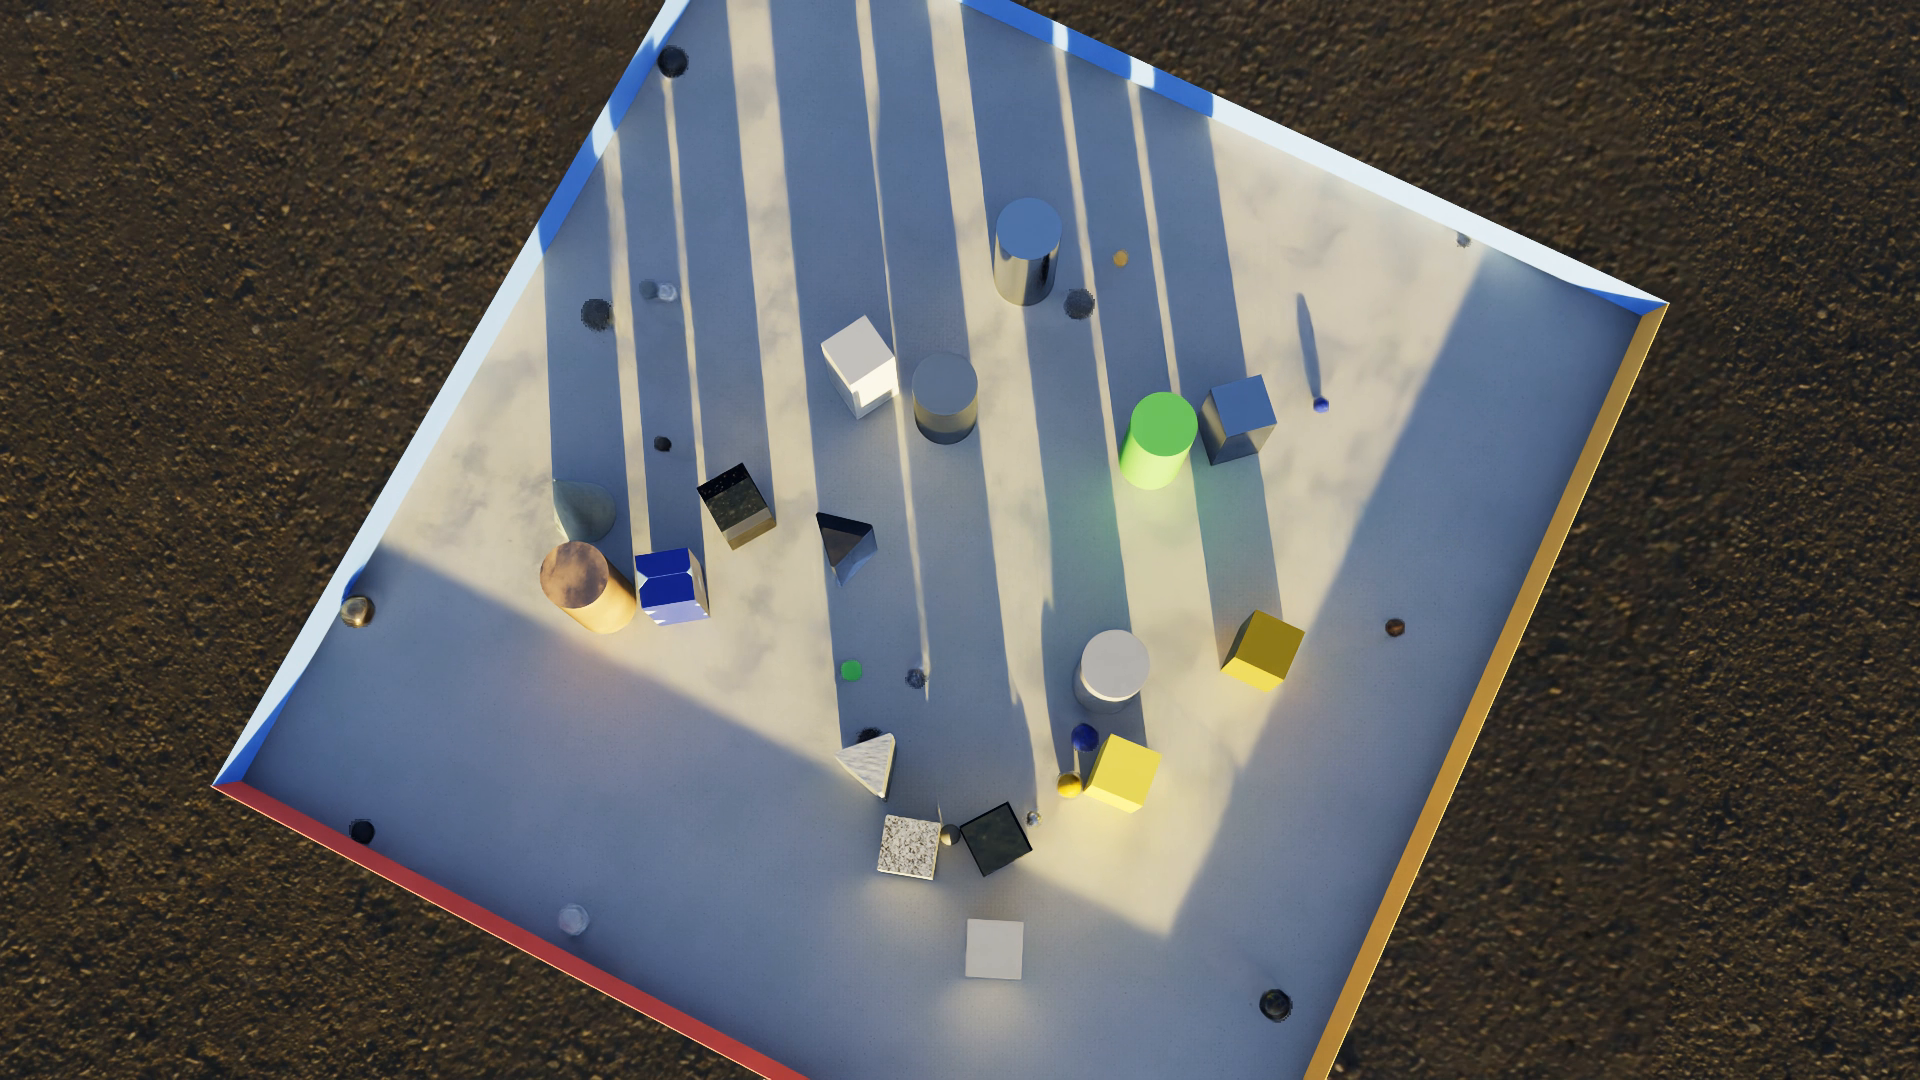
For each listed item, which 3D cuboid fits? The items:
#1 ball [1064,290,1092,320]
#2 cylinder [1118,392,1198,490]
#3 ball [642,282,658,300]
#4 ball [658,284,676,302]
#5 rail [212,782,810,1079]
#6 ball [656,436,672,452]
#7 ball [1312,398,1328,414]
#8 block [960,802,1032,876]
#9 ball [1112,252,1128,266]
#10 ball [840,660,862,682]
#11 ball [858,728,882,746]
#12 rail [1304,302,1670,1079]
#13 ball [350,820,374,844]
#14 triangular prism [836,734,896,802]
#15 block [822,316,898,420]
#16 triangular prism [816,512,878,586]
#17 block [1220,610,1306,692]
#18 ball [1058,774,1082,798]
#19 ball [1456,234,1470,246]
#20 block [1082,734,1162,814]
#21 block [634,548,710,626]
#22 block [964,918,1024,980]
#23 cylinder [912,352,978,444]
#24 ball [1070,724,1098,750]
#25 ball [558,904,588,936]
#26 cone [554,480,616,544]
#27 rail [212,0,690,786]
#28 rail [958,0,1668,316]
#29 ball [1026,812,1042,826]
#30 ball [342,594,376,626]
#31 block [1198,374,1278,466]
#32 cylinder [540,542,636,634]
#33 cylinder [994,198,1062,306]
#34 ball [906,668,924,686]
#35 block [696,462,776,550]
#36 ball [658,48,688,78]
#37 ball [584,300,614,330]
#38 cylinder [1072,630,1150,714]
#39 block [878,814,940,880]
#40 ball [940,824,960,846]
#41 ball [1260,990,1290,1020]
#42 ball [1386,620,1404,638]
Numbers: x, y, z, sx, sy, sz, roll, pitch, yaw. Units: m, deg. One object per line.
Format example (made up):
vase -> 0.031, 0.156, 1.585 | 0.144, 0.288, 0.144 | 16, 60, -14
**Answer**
ball -> 0.369, -0.734, 5.722 | 0.091, 0.091, 0.091 | 0, 78, 0
cylinder -> 0.587, -0.291, 5.467 | 0.193, 0.410, 0.193 | 0, 78, 0
ball -> -0.973, -0.783, 5.750 | 0.055, 0.055, 0.055 | 0, 78, 0
ball -> -0.917, -0.774, 5.747 | 0.058, 0.058, 0.058 | 0, 78, 0
rail -> -0.722, 1.421, 5.257 | 3.245, 0.126, 0.045 | 26, 80, 5
ball -> -0.915, -0.295, 5.654 | 0.047, 0.047, 0.047 | 0, 78, 0
ball -> 1.117, -0.416, 5.678 | 0.048, 0.048, 0.048 | 0, 78, 0
block -> 0.103, 0.869, 5.312 | 0.155, 0.245, 0.155 | -27, 80, -5
ball -> 0.505, -0.885, 5.775 | 0.048, 0.048, 0.048 | 0, 78, 0
ball -> -0.326, 0.392, 5.503 | 0.064, 0.064, 0.064 | 0, 78, 0
ball -> -0.266, 0.598, 5.455 | 0.074, 0.074, 0.074 | 0, 78, 0
rail -> 1.430, 0.707, 5.405 | 0.045, 0.126, 3.276 | 26, 80, 5
ball -> -1.761, 0.862, 5.403 | 0.068, 0.068, 0.068 | 0, 78, 0
triangular prism -> -0.236, 0.632, 5.270 | 0.167, 0.423, 0.145 | 40, 81, 8
block -> -0.298, -0.516, 5.532 | 0.155, 0.375, 0.155 | -34, 80, -7
triangular prism -> -0.362, 0.004, 5.447 | 0.145, 0.331, 0.167 | 43, 81, 8
block -> 0.889, 0.329, 5.398 | 0.155, 0.295, 0.155 | 25, 79, 5
ball -> 0.324, 0.727, 5.430 | 0.072, 0.072, 0.072 | 0, 78, 0
ball -> 1.591, -0.949, 5.790 | 0.044, 0.044, 0.044 | 0, 78, 0
block -> 0.467, 0.678, 5.296 | 0.155, 0.353, 0.155 | 22, 79, 4
block -> -0.847, 0.142, 5.420 | 0.155, 0.328, 0.155 | -9, 78, -2
block -> 0.095, 1.160, 5.213 | 0.155, 0.320, 0.155 | 3, 78, 1
cylinder -> -0.044, -0.424, 5.531 | 0.193, 0.340, 0.193 | 0, 78, 0
ball -> 0.370, 0.587, 5.454 | 0.080, 0.080, 0.080 | 0, 78, 0
ball -> -1.127, 1.108, 5.343 | 0.088, 0.088, 0.088 | 0, 78, 0
cone -> -1.152, -0.128, 5.415 | 0.193, 0.447, 0.193 | 0, 78, 0
rail -> -1.430, -0.693, 5.695 | 0.045, 0.126, 3.276 | 26, 80, 5
rail -> 0.722, -1.407, 5.843 | 3.245, 0.126, 0.045 | 26, 80, 5
ball -> 0.219, 0.826, 5.422 | 0.046, 0.046, 0.046 | 0, 78, 0
ball -> -1.813, 0.212, 5.523 | 0.097, 0.097, 0.097 | 0, 78, 0
block -> 0.829, -0.357, 5.514 | 0.155, 0.346, 0.155 | -16, 79, -3
cylinder -> -1.080, 0.144, 5.353 | 0.193, 0.457, 0.193 | 0, 78, 0
cylinder -> 0.203, -0.872, 5.585 | 0.193, 0.415, 0.193 | 0, 78, 0
ball -> -0.133, 0.413, 5.503 | 0.055, 0.055, 0.055 | 0, 78, 0
block -> -0.668, -0.098, 5.498 | 0.155, 0.271, 0.155 | -30, 80, -6
ball -> -0.924, -1.532, 5.885 | 0.095, 0.095, 0.095 | 0, 78, 0
ball -> -1.126, -0.700, 5.713 | 0.094, 0.094, 0.094 | 0, 78, 0
cylinder -> 0.436, 0.388, 5.326 | 0.193, 0.412, 0.193 | 0, 78, 0
block -> -0.145, 0.890, 5.301 | 0.155, 0.258, 0.155 | 9, 78, 2
ball -> -0.029, 0.869, 5.405 | 0.062, 0.062, 0.062 | 0, 78, 0
ball -> 0.910, 1.343, 5.293 | 0.089, 0.089, 0.089 | 0, 78, 0
ball -> 1.312, 0.266, 5.534 | 0.054, 0.054, 0.054 | 0, 78, 0
